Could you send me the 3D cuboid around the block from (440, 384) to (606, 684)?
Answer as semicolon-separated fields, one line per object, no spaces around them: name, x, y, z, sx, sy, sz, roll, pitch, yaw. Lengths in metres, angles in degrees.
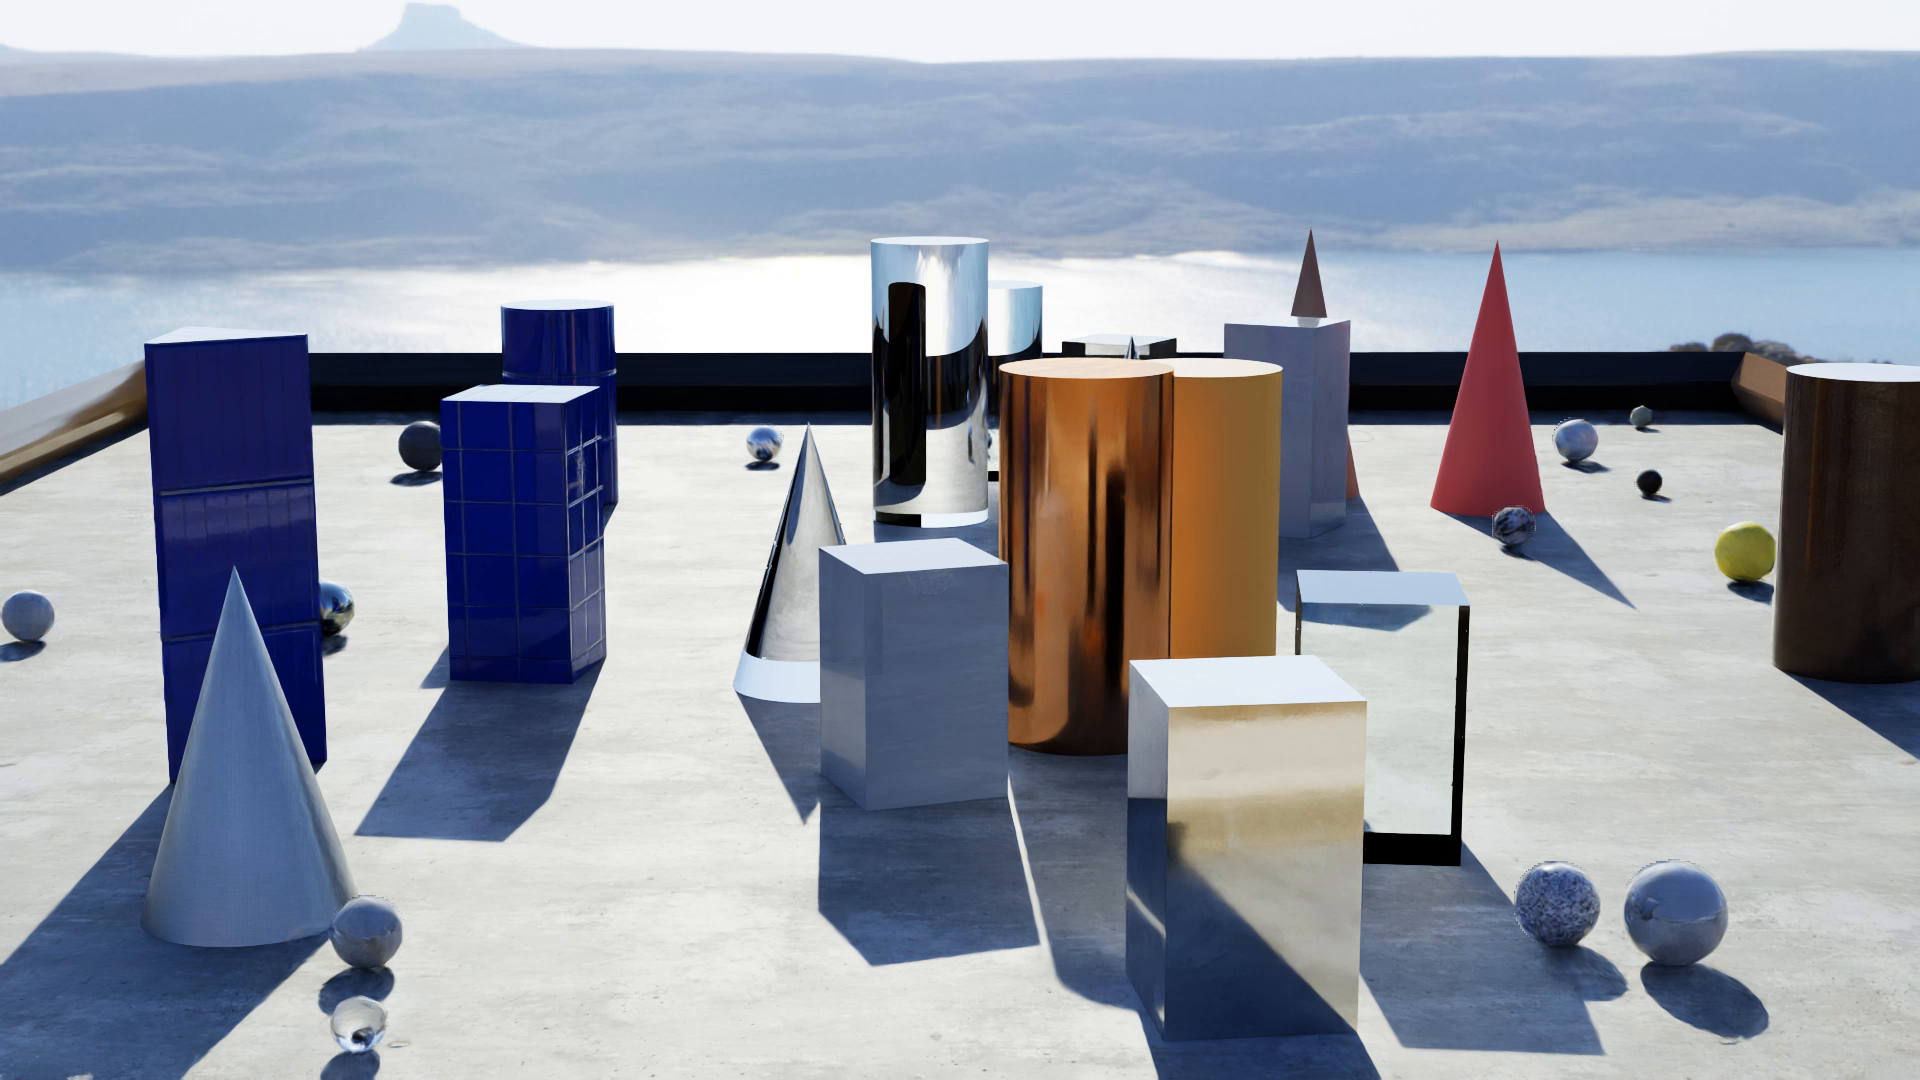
block;-0.523;-0.010;3.091;0.150;0.336;0.150;2;11;8

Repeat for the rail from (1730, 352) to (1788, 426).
rail;1.647;0.030;3.459;0.045;0.122;3.995;0;11;0

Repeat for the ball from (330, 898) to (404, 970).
ball;-0.482;0.320;2.085;0.058;0.058;0.058;0;11;0

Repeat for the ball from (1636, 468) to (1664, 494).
ball;1.174;-0.099;4.366;0.044;0.044;0.044;0;11;0

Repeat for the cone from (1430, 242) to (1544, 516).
cone;0.873;-0.272;4.206;0.187;0.442;0.187;0;11;0

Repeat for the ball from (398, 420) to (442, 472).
ball;-0.964;-0.169;4.612;0.091;0.091;0.091;0;11;0

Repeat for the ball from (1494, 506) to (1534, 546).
ball;0.842;-0.021;3.902;0.060;0.060;0.060;0;11;0

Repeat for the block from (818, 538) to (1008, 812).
block;-0.048;0.132;2.598;0.150;0.238;0.150;-4;11;-20

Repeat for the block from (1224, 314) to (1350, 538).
block;0.512;-0.181;4.033;0.150;0.327;0.150;6;12;29

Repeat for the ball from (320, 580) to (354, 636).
ball;-0.813;0.087;3.293;0.071;0.071;0.071;0;11;0

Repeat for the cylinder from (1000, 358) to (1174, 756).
cylinder;0.135;0.014;2.779;0.187;0.403;0.187;0;11;0

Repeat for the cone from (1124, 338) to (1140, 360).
cone;0.263;-0.159;3.946;0.187;0.316;0.187;0;11;0

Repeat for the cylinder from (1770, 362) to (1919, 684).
cylinder;1.086;-0.024;3.098;0.187;0.361;0.187;0;11;0

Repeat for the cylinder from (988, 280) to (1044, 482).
cylinder;0.053;-0.285;4.562;0.187;0.338;0.187;0;11;0

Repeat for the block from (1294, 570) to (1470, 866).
block;0.391;0.164;2.409;0.150;0.245;0.150;1;11;5

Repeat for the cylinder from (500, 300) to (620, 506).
cylinder;-0.666;-0.228;4.276;0.187;0.330;0.187;0;11;0

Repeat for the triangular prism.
triangular prism;-0.773;0.008;2.679;0.162;0.451;0.141;-7;13;-32

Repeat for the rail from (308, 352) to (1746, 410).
rail;-0.011;-0.331;5.390;3.342;0.122;0.045;0;11;0

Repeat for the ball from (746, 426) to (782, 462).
ball;-0.361;-0.179;4.729;0.067;0.067;0.067;0;11;0

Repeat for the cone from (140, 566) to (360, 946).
cone;-0.615;0.171;2.202;0.187;0.307;0.187;0;11;0

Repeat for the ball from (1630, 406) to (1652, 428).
ball;1.371;-0.247;5.161;0.044;0.044;0.044;0;11;0

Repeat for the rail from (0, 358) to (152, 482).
rail;-1.647;0.033;3.440;0.045;0.122;3.995;0;11;0

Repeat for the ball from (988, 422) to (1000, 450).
ball;0.081;-0.196;4.850;0.057;0.057;0.057;0;11;0

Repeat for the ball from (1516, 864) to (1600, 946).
ball;0.498;0.304;2.138;0.069;0.069;0.069;0;11;0

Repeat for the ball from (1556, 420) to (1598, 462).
ball;1.137;-0.184;4.730;0.077;0.077;0.077;0;11;0

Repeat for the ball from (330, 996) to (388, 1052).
ball;-0.448;0.360;1.910;0.042;0.042;0.042;0;11;0

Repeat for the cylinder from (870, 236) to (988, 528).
cylinder;-0.048;-0.256;4.112;0.187;0.446;0.187;0;11;0

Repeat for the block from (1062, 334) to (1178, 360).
block;0.277;-0.224;4.471;0.150;0.251;0.150;6;12;29

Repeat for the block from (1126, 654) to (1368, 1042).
block;0.218;0.235;1.989;0.150;0.260;0.150;-1;11;-7

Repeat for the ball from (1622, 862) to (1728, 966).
ball;0.583;0.305;2.092;0.084;0.084;0.084;0;11;0

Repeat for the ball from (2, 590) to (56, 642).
ball;-1.184;0.096;3.261;0.066;0.066;0.066;0;11;0

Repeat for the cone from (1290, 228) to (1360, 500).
cone;0.589;-0.304;4.349;0.187;0.452;0.187;0;11;0

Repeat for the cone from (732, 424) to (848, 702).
cone;-0.176;0.016;3.015;0.187;0.313;0.187;0;11;0

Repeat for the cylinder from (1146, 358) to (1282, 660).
cylinder;0.282;-0.017;3.026;0.187;0.374;0.187;0;11;0

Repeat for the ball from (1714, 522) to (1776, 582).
ball;1.112;0.017;3.630;0.086;0.086;0.086;0;11;0
